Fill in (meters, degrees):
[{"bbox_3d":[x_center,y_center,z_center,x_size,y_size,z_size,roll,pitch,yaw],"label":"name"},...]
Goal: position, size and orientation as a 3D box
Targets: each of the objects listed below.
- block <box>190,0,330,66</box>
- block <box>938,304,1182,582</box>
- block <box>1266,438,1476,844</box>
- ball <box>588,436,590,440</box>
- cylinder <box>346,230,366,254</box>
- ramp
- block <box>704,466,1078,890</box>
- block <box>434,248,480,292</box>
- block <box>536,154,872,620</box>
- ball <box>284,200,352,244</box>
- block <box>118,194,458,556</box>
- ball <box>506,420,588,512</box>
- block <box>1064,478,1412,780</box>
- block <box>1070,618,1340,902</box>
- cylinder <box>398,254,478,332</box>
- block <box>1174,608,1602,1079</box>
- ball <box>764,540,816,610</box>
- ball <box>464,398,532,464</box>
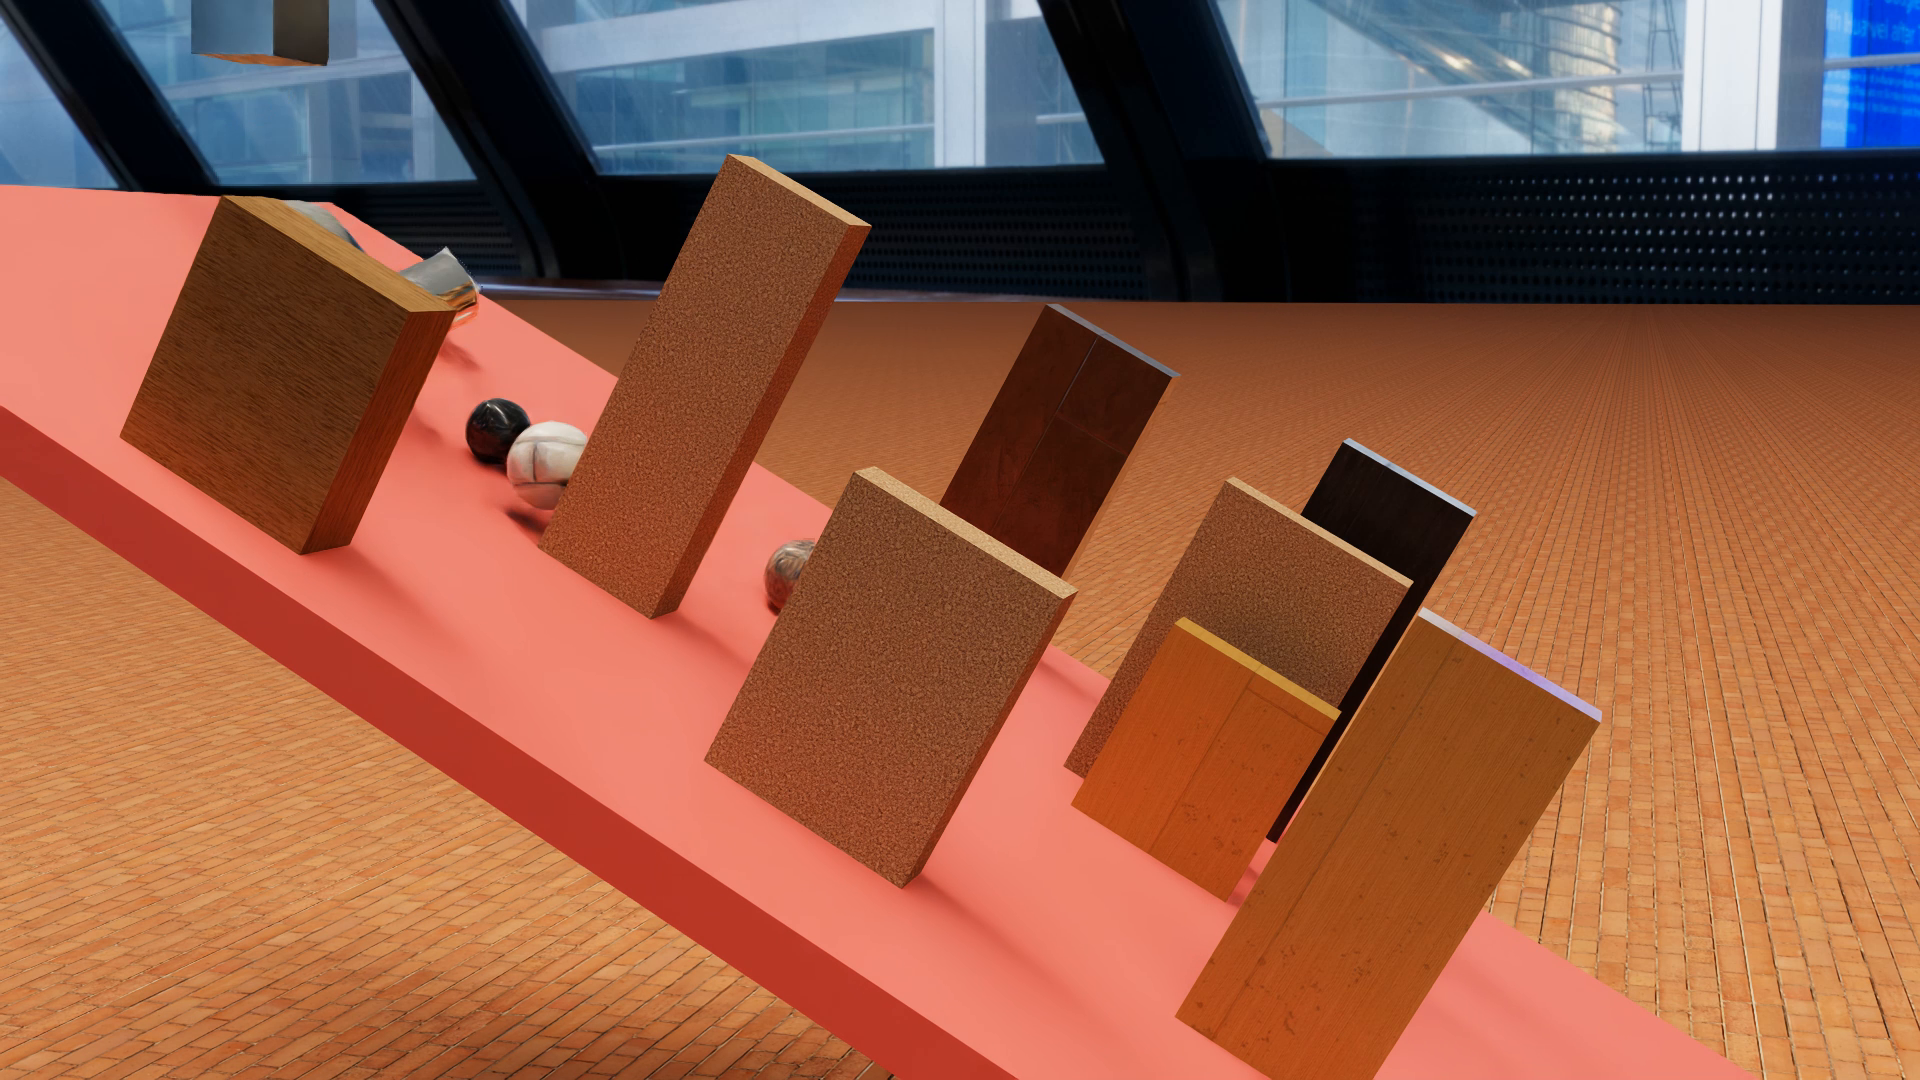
[{"bbox_3d":[-1.465,-1.106,4.610,0.197,0.197,0.197,5,6,17],"label":"block"},{"bbox_3d":[0.168,-0.128,4.812,0.316,0.707,0.102,31,14,11],"label":"block"},{"bbox_3d":[0.723,0.209,4.516,0.297,0.789,0.103,31,14,11],"label":"block"},{"bbox_3d":[-0.717,-0.145,4.385,0.129,0.129,0.129,0,7,0],"label":"ball"},{"bbox_3d":[-1.222,-0.469,4.313,0.204,0.204,0.204,-39,1,1],"label":"cylinder"},{"bbox_3d":[-0.204,0.337,4.138,4.000,0.100,2.000,31,14,11],"label":"ramp"},{"bbox_3d":[-0.113,0.214,3.444,0.379,0.535,0.099,31,14,11],"label":"block"},{"bbox_3d":[-1.147,-0.544,4.803,0.116,0.116,0.116,-29,19,24],"label":"block"},{"bbox_3d":[-0.462,-0.269,3.930,0.255,0.799,0.116,31,14,11],"label":"block"},{"bbox_3d":[-1.238,-0.531,4.105,0.203,0.203,0.203,0,7,0],"label":"ball"},{"bbox_3d":[-1.072,-0.265,3.505,0.372,0.436,0.142,31,14,11],"label":"block"},{"bbox_3d":[-0.757,-0.137,4.085,0.167,0.167,0.167,0,7,0],"label":"ball"},{"bbox_3d":[0.531,0.262,4.249,0.395,0.653,0.090,31,14,11],"label":"block"},{"bbox_3d":[0.456,0.408,4.103,0.340,0.405,0.087,31,14,11],"label":"block"},{"bbox_3d":[-1.012,-0.450,4.155,0.141,0.141,0.141,7,32,46],"label":"cylinder"},{"bbox_3d":[0.657,0.509,3.414,0.308,0.756,0.088,31,14,11],"label":"block"},{"bbox_3d":[-0.311,0.075,4.339,0.152,0.152,0.152,0,7,0],"label":"ball"},{"bbox_3d":[-0.898,-0.211,4.276,0.129,0.129,0.129,0,7,0],"label":"ball"}]
